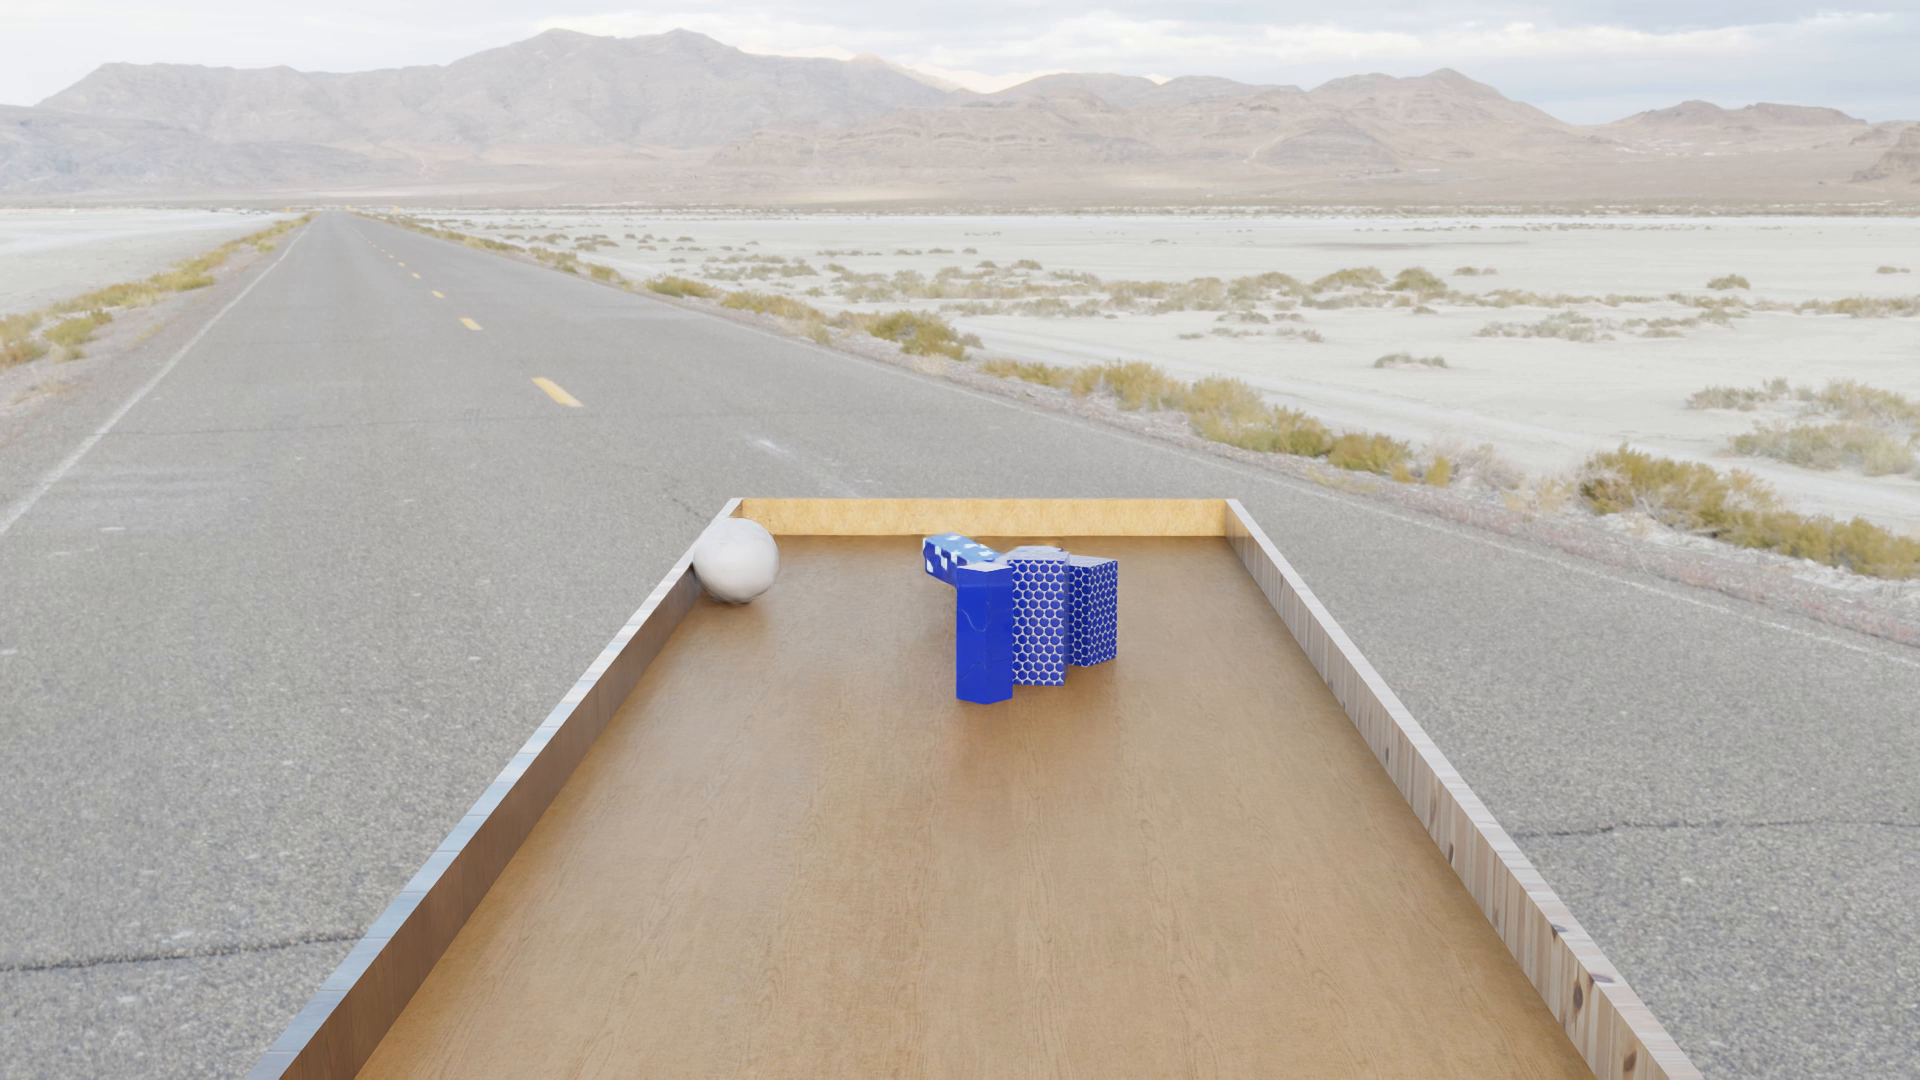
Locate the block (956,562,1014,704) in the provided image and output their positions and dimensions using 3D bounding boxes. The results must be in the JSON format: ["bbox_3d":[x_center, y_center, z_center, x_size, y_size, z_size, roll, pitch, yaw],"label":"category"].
[{"bbox_3d":[0.069,0.261,6.165,0.113,0.376,0.113,8,12,42],"label":"block"}]

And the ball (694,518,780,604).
[{"bbox_3d":[-0.773,0.071,7.607,0.298,0.298,0.298,0,9,0],"label":"ball"}]

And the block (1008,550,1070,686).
[{"bbox_3d":[0.229,0.225,6.415,0.164,0.367,0.164,1,9,8],"label":"block"}]

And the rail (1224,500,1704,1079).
[{"bbox_3d":[1.046,0.843,3.208,0.050,0.150,12.000,0,9,1],"label":"rail"}]

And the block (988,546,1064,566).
[{"bbox_3d":[0.206,0.121,6.923,0.143,0.143,0.408,3,9,17],"label":"block"}]

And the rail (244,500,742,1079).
[{"bbox_3d":[-1.004,0.839,3.234,0.050,0.150,12.000,0,9,1],"label":"rail"}]

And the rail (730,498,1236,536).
[{"bbox_3d":[0.099,-0.098,9.147,2.100,0.150,0.050,0,9,1],"label":"rail"}]

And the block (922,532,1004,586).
[{"bbox_3d":[0.018,0.085,7.712,0.124,0.124,0.401,-14,18,-25],"label":"block"}]

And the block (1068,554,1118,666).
[{"bbox_3d":[0.361,0.213,6.696,0.170,0.303,0.170,6,11,34],"label":"block"}]
